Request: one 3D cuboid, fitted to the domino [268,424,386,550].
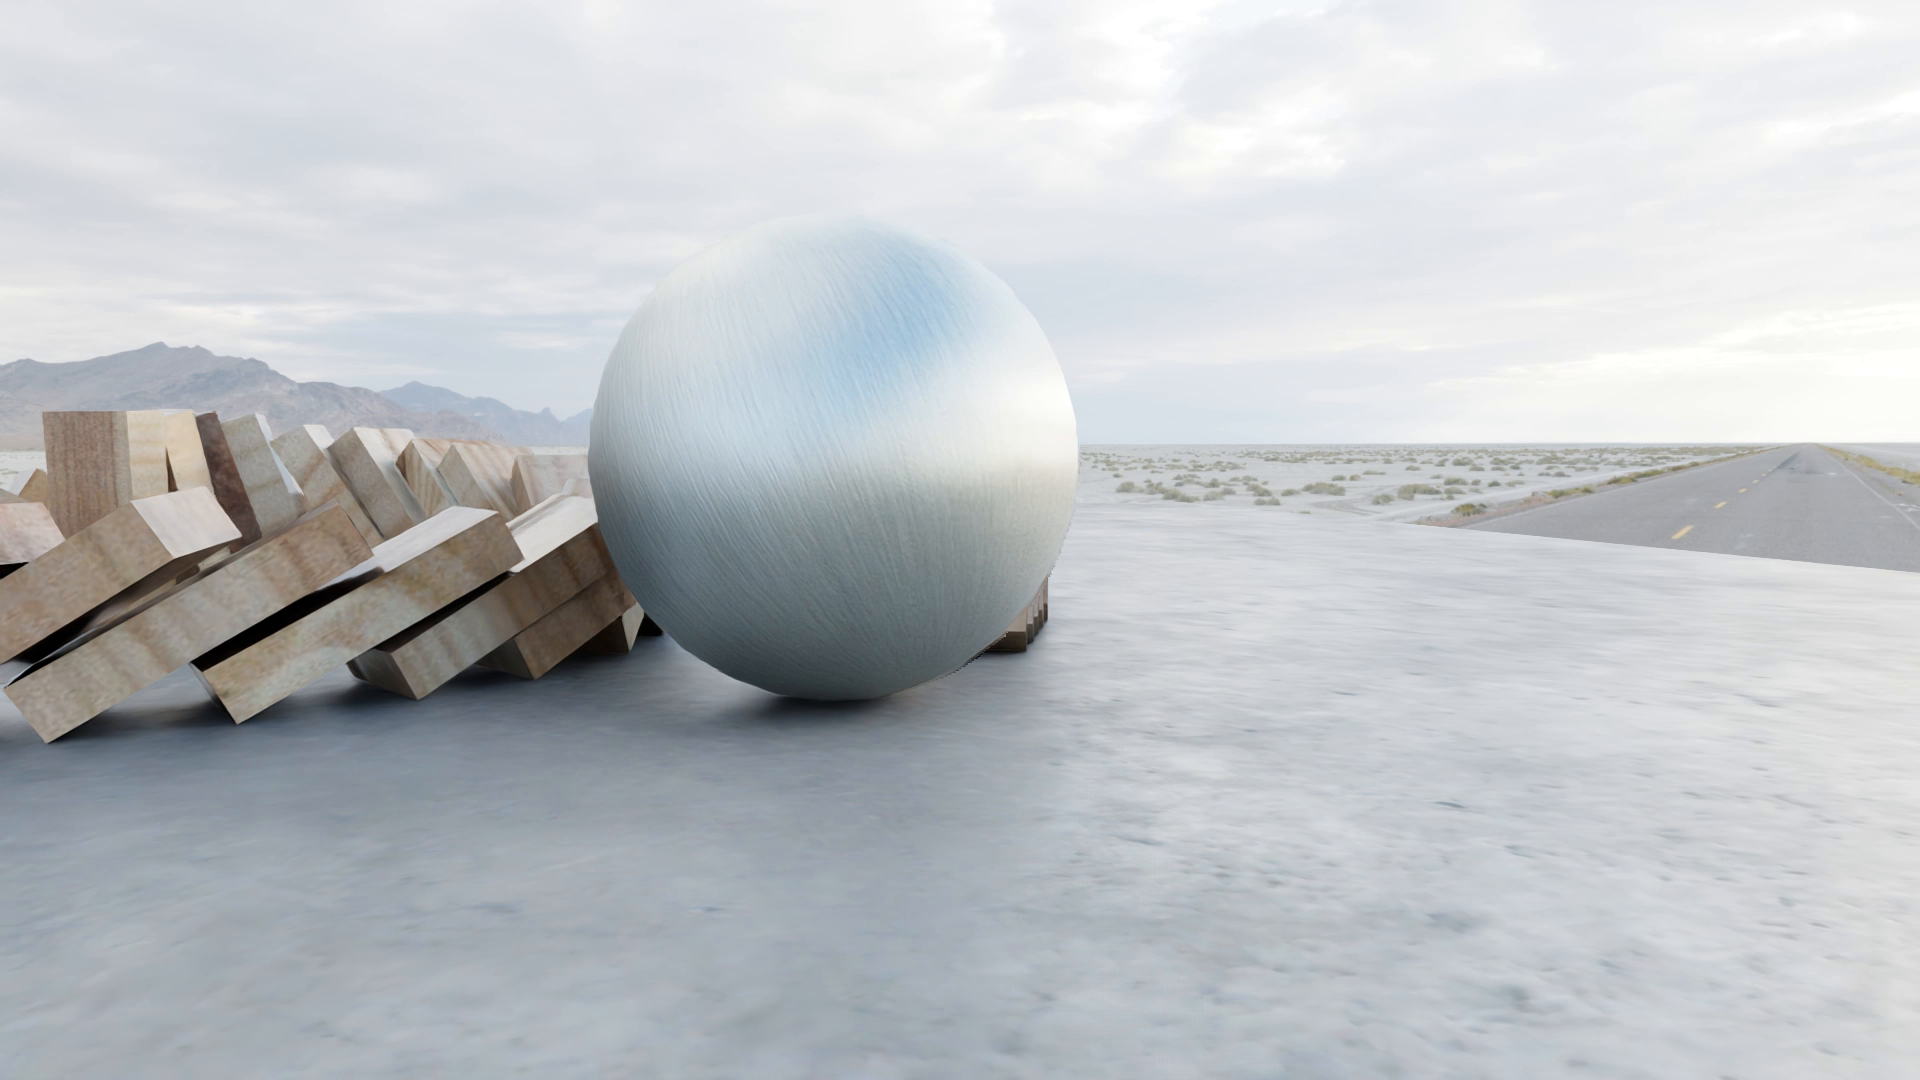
[{"bbox_3d":[-0.166,-0.008,0.349,0.009,0.050,0.025,-33,12,-11],"label":"domino"}]

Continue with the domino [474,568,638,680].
[{"bbox_3d":[-0.074,0.007,0.253,0.025,0.009,0.050,7,35,38],"label":"domino"}]

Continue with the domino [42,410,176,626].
[{"bbox_3d":[-0.200,-0.005,0.302,0.025,0.050,0.009,1,6,16],"label":"domino"}]

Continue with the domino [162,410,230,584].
[{"bbox_3d":[-0.197,-0.007,0.317,0.025,0.050,0.009,1,18,18],"label":"domino"}]

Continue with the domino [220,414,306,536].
[{"bbox_3d":[-0.182,-0.008,0.342,0.009,0.050,0.025,-23,13,-21],"label":"domino"}]

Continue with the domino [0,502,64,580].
[{"bbox_3d":[-0.158,0.012,0.183,0.050,0.009,0.025,-31,1,6],"label":"domino"}]

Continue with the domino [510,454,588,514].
[{"bbox_3d":[-0.099,-0.002,0.335,0.025,0.010,0.050,-3,45,-33],"label":"domino"}]

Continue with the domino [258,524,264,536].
[{"bbox_3d":[-0.231,-0.006,0.423,0.050,0.009,0.025,29,-10,-21],"label":"domino"}]

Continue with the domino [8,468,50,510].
[{"bbox_3d":[-0.263,-0.005,0.395,0.025,0.009,0.050,0,-28,45],"label":"domino"}]

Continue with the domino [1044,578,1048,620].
[{"bbox_3d":[0.009,-0.005,0.318,0.025,0.050,0.009,0,-28,4],"label":"domino"}]

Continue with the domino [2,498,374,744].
[{"bbox_3d":[-0.118,0.011,0.201,0.050,0.010,0.025,-35,18,-21],"label":"domino"}]

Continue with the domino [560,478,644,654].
[{"bbox_3d":[-0.079,0.004,0.278,0.025,0.009,0.050,0,36,2],"label":"domino"}]

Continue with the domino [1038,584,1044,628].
[{"bbox_3d":[0.008,-0.004,0.307,0.025,0.050,0.009,0,-28,5],"label":"domino"}]

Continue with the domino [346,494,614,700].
[{"bbox_3d":[-0.085,0.009,0.234,0.025,0.010,0.050,7,35,42],"label":"domino"}]

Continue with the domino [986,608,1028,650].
[{"bbox_3d":[0.002,-0.002,0.273,0.025,0.050,0.010,0,-28,5],"label":"domino"}]

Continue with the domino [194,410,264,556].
[{"bbox_3d":[-0.192,-0.008,0.332,0.025,0.050,0.009,4,23,44],"label":"domino"}]

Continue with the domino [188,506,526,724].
[{"bbox_3d":[-0.102,0.011,0.216,0.050,0.009,0.025,-35,24,-31],"label":"domino"}]

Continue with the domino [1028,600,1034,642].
[{"bbox_3d":[0.004,-0.002,0.284,0.025,0.050,0.009,0,-28,5],"label":"domino"}]

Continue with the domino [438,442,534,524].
[{"bbox_3d":[-0.117,-0.005,0.345,0.050,0.009,0.025,51,26,22],"label":"domino"}]

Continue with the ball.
[{"bbox_3d":[-0.020,-0.014,0.214,0.080,0.080,0.080,0,4,0],"label":"ball"}]

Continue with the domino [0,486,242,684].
[{"bbox_3d":[-0.135,0.010,0.188,0.050,0.010,0.025,-33,11,-4],"label":"domino"}]

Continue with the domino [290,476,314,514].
[{"bbox_3d":[-0.209,-0.006,0.434,0.050,0.009,0.025,28,-3,-14],"label":"domino"}]

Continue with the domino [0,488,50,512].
[{"bbox_3d":[-0.272,-0.003,0.380,0.025,0.010,0.050,3,-26,39],"label":"domino"}]

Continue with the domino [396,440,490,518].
[{"bbox_3d":[-0.131,-0.006,0.352,0.010,0.050,0.025,-45,-18,26],"label":"domino"}]

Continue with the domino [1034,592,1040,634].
[{"bbox_3d":[0.006,-0.003,0.295,0.025,0.050,0.010,0,-28,5],"label":"domino"}]

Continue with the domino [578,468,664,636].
[{"bbox_3d":[-0.080,0.002,0.301,0.025,0.009,0.050,2,38,-6],"label":"domino"}]

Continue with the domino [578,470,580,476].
[{"bbox_3d":[-0.083,0.001,0.317,0.025,0.009,0.050,-1,38,-9],"label":"domino"}]

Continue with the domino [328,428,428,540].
[{"bbox_3d":[-0.150,-0.008,0.355,0.009,0.050,0.025,-34,-3,11],"label":"domino"}]
